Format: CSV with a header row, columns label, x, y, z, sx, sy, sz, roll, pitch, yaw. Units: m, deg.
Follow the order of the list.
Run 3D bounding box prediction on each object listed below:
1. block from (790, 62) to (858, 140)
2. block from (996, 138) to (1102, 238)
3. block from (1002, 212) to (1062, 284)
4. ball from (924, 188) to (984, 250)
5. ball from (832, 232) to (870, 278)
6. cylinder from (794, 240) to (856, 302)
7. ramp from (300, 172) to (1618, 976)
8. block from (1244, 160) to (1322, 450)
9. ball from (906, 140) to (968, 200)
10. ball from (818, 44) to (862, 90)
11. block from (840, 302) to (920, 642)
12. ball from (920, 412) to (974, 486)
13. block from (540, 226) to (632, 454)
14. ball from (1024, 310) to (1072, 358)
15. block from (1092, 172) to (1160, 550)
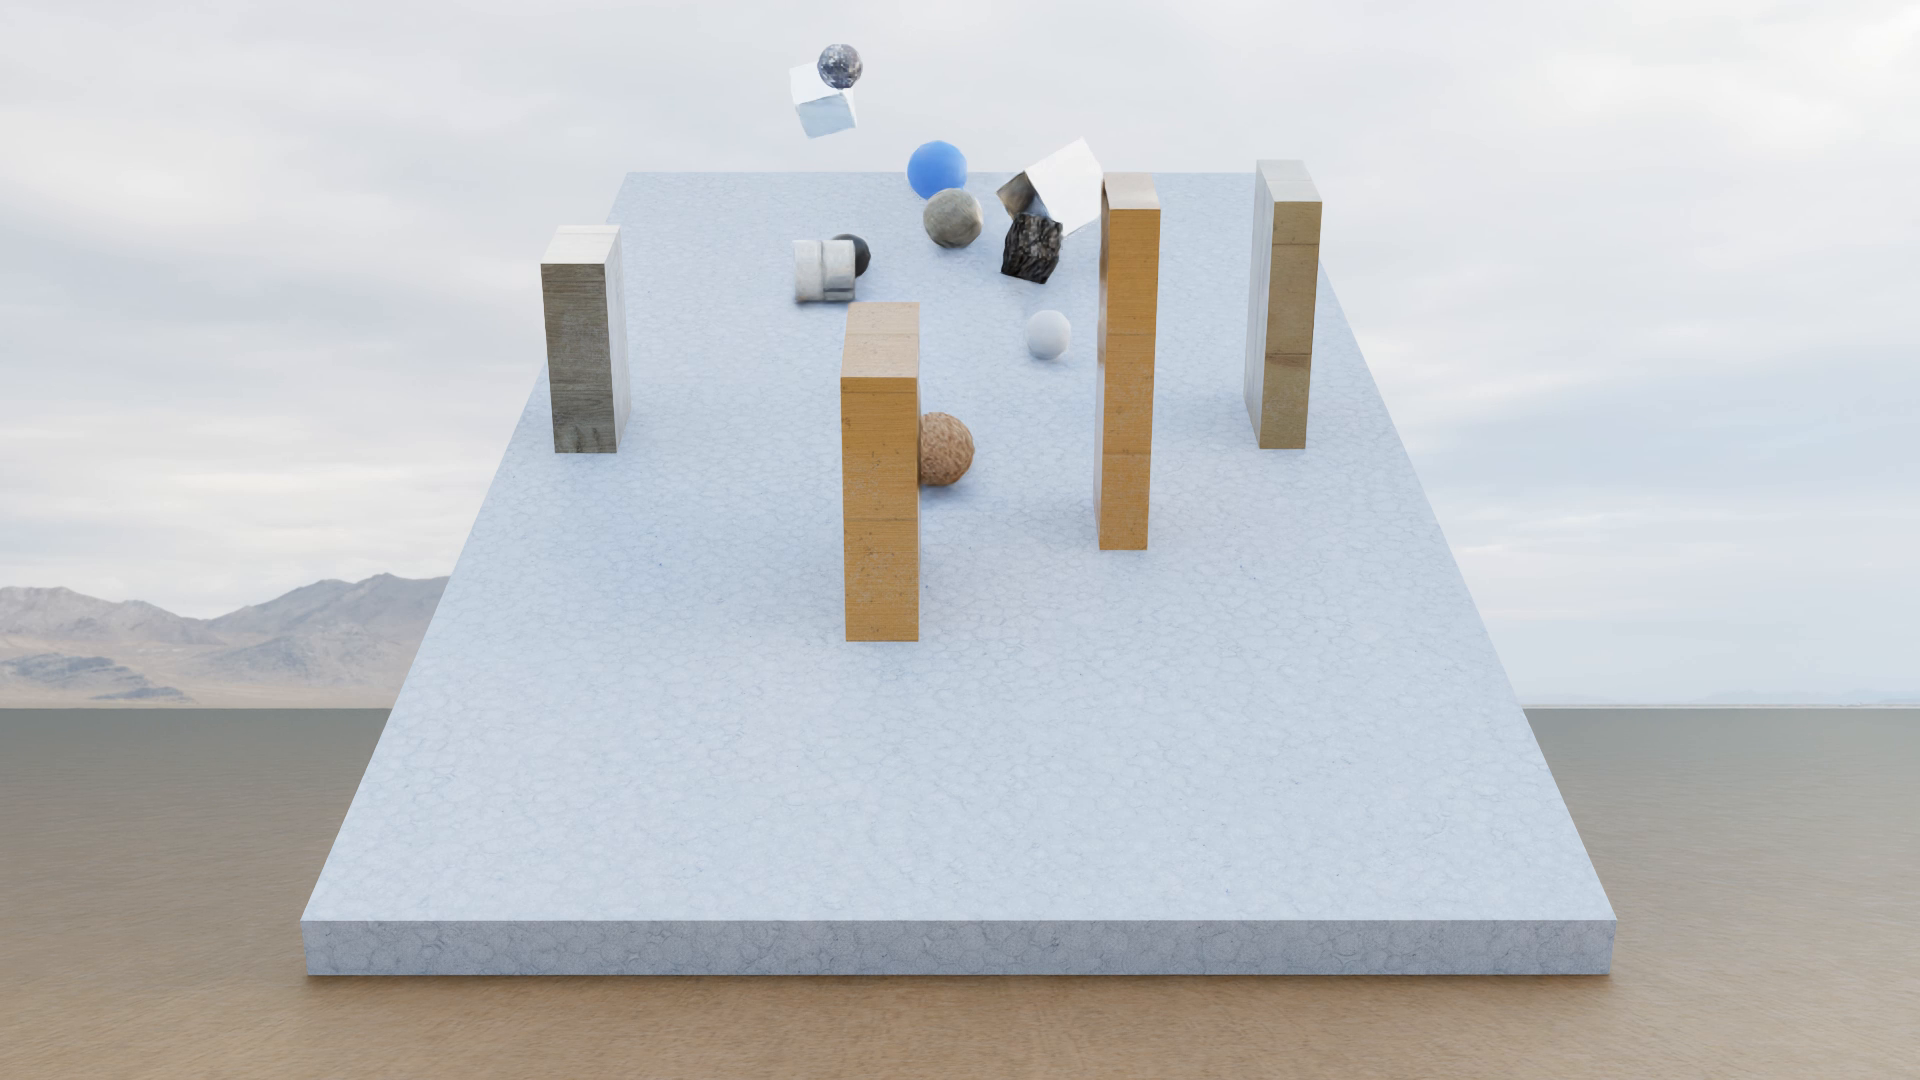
label,x,y,z,sx,sy,sz,roll,pitch,yaw
block,-0.398,-1.288,6.828,0.150,0.150,0.150,-13,-35,8
block,0.265,-0.930,6.357,0.205,0.205,0.205,-33,5,-23
block,0.190,-0.769,6.180,0.121,0.121,0.121,13,-25,-11
ball,-0.018,-0.888,6.475,0.168,0.168,0.168,0,-4,0
ball,-0.300,-0.756,6.246,0.123,0.123,0.123,0,-4,0
cylinder,-0.352,-0.700,6.087,0.156,0.156,0.156,-2,-4,-4
ramp,-0.009,-0.229,5.391,2.000,0.100,4.000,0,25,0
block,0.718,-0.529,5.243,0.102,0.571,0.319,0,25,0
ball,-0.066,-1.080,6.870,0.179,0.179,0.179,0,-4,0
ball,-0.335,-1.324,6.558,0.126,0.126,0.126,0,-4,0
block,-0.146,-0.134,4.450,0.136,0.529,0.398,0,25,0
ball,-0.049,-0.194,5.011,0.159,0.159,0.159,0,-4,0
block,-0.828,-0.448,5.217,0.137,0.440,0.267,0,25,0
ball,0.215,-0.503,5.720,0.117,0.117,0.117,0,-4,0
block,0.331,-0.356,4.704,0.097,0.716,0.246,0,25,0
